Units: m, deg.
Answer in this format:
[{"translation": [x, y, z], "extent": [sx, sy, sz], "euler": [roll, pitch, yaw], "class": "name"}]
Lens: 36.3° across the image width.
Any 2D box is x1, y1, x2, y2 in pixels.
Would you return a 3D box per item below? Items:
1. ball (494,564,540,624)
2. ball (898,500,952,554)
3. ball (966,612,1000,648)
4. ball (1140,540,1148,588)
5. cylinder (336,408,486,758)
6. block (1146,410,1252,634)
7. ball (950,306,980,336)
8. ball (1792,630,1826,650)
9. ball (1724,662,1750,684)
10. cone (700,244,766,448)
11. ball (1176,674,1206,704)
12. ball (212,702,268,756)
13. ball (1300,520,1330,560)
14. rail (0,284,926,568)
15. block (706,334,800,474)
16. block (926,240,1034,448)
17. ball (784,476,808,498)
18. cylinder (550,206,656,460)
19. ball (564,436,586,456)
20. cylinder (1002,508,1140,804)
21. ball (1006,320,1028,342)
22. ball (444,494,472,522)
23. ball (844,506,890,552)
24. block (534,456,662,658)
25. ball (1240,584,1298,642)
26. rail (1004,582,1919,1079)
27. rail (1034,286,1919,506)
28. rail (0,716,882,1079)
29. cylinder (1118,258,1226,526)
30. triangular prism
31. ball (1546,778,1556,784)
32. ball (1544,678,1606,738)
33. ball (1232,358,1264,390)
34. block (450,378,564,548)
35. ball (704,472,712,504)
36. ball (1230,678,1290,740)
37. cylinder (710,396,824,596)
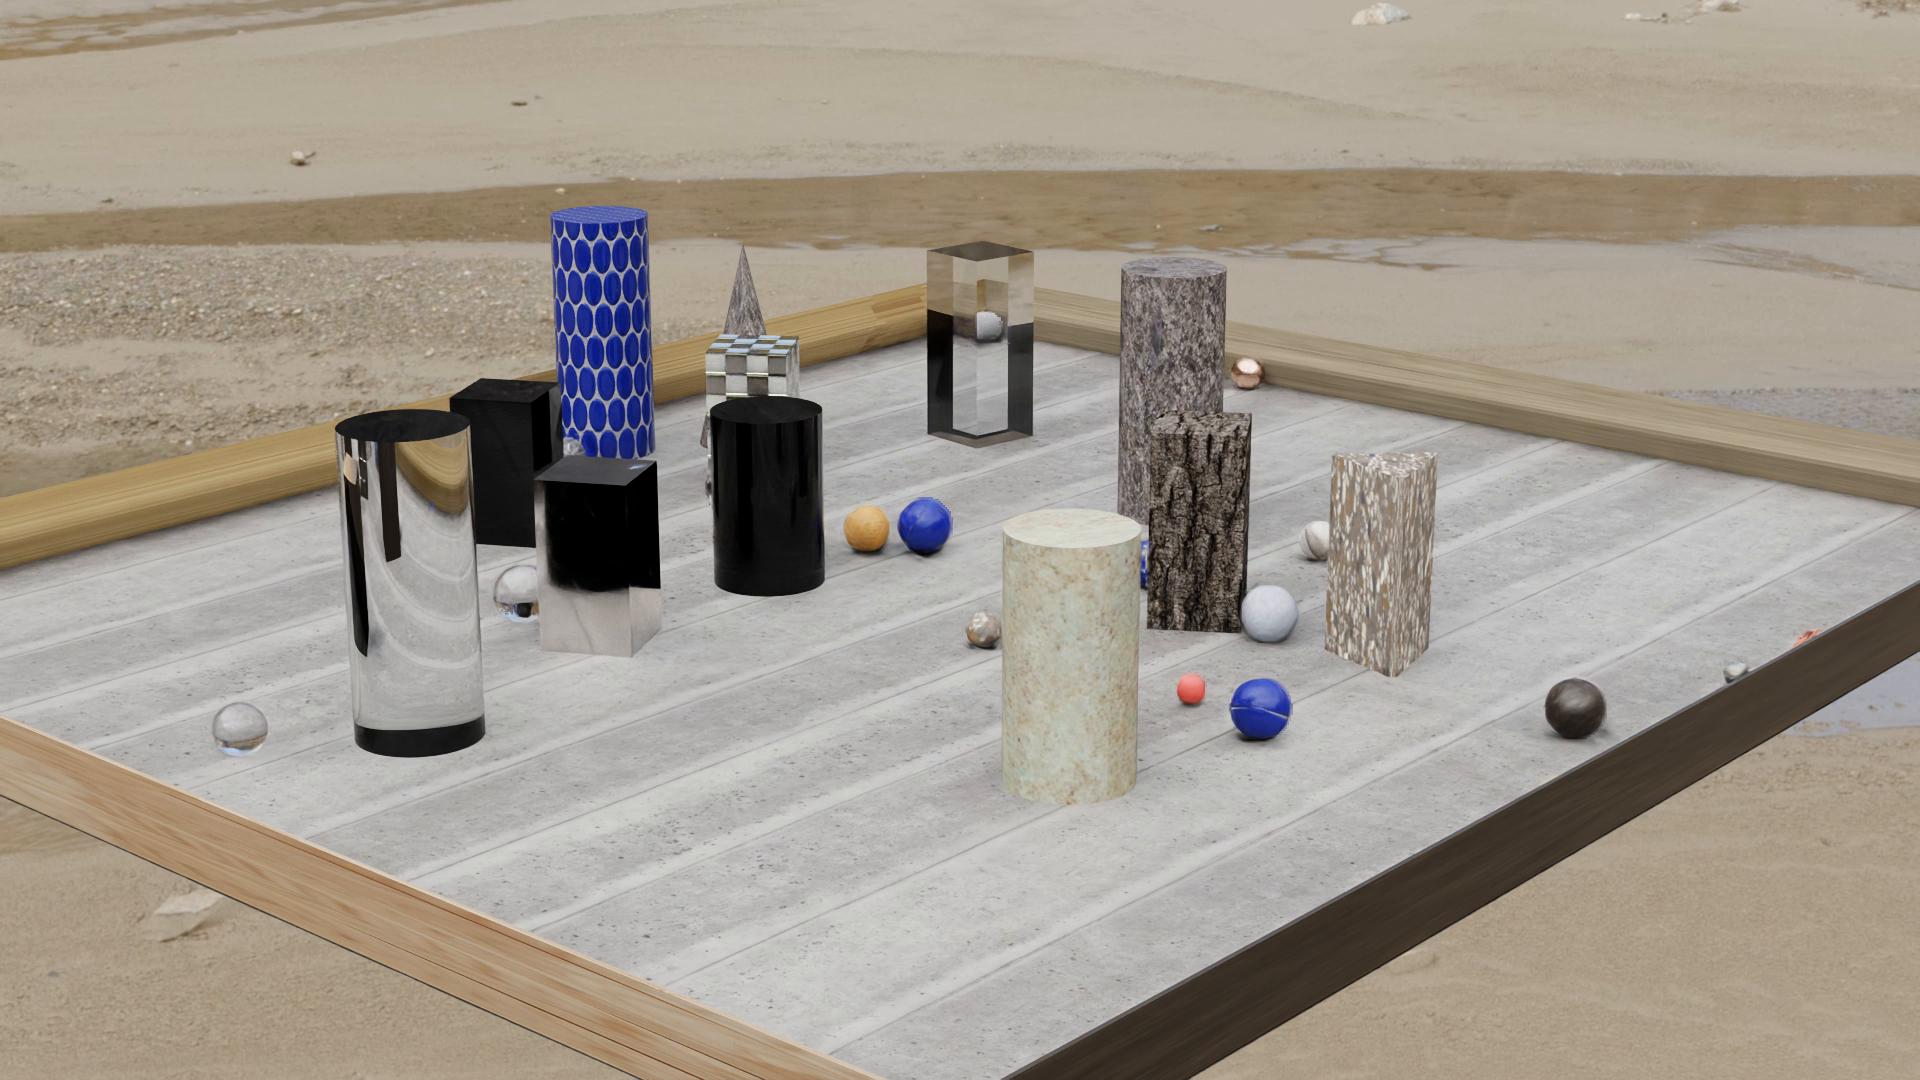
[{"translation": [-0.743, 0.092, 4.977], "extent": [0.099, 0.099, 0.099], "euler": [0, 17, 0], "class": "ball"}, {"translation": [-0.065, -0.025, 5.364], "extent": [0.099, 0.099, 0.099], "euler": [0, 17, 0], "class": "ball"}, {"translation": [0.039, 0.149, 4.858], "extent": [0.058, 0.058, 0.058], "euler": [0, 17, 0], "class": "ball"}, {"translation": [0.338, 0.043, 5.158], "extent": [0.087, 0.087, 0.087], "euler": [0, 17, 0], "class": "ball"}, {"translation": [-0.823, 0.064, 4.398], "extent": [0.197, 0.486, 0.197], "euler": [0, 17, 0], "class": "cylinder"}, {"translation": [0.406, -0.033, 4.966], "extent": [0.158, 0.342, 0.158], "euler": [3, 17, 9], "class": "block"}, {"translation": [0.012, -0.528, 7.074], "extent": [0.076, 0.076, 0.076], "euler": [0, 17, 0], "class": "ball"}, {"translation": [1.378, 0.182, 4.714], "extent": [0.077, 0.077, 0.077], "euler": [0, 17, 0], "class": "ball"}, {"translation": [1.237, 0.214, 4.669], "extent": [0.042, 0.042, 0.042], "euler": [0, 17, 0], "class": "ball"}, {"translation": [-0.445, -0.408, 6.074], "extent": [0.197, 0.422, 0.197], "euler": [0, 17, 0], "class": "cone"}, {"translation": [0.363, 0.234, 4.595], "extent": [0.046, 0.046, 0.046], "euler": [0, 17, 0], "class": "ball"}, {"translation": [-1.074, 0.282, 4.373], "extent": [0.082, 0.082, 0.082], "euler": [0, 17, 0], "class": "ball"}, {"translation": [0.653, 0.001, 5.324], "extent": [0.072, 0.072, 0.072], "euler": [0, 17, 0], "class": "ball"}, {"translation": [-1.040, -0.228, 5.984], "extent": [0.045, 0.128, 3.254], "euler": [14, 22, 39], "class": "rail"}, {"translation": [-0.406, -0.247, 5.779], "extent": [0.158, 0.284, 0.158], "euler": [2, 17, 6], "class": "block"}, {"translation": [0.042, -0.410, 6.129], "extent": [0.158, 0.394, 0.158], "euler": [-14, 22, -39], "class": "block"}, {"translation": [-0.320, -0.102, 5.716], "extent": [0.044, 0.044, 0.044], "euler": [0, 17, 0], "class": "ball"}, {"translation": [-0.730, -0.422, 6.000], "extent": [0.197, 0.492, 0.197], "euler": [0, 17, 0], "class": "cylinder"}, {"translation": [-0.790, -0.172, 5.900], "extent": [0.071, 0.071, 0.071], "euler": [0, 17, 0], "class": "ball"}, {"translation": [0.159, 0.167, 4.234], "extent": [0.197, 0.384, 0.197], "euler": [0, 17, 0], "class": "cylinder"}, {"translation": [0.136, -0.498, 7.012], "extent": [0.053, 0.053, 0.053], "euler": [0, 17, 0], "class": "ball"}, {"translation": [-0.951, -0.060, 5.559], "extent": [0.052, 0.052, 0.052], "euler": [0, 17, 0], "class": "ball"}, {"translation": [-0.171, -0.021, 5.374], "extent": [0.085, 0.085, 0.085], "euler": [0, 17, 0], "class": "ball"}, {"translation": [-0.598, 0.026, 4.859], "extent": [0.158, 0.293, 0.158], "euler": [4, 17, 12], "class": "block"}, {"translation": [0.515, 0.122, 4.881], "extent": [0.096, 0.096, 0.096], "euler": [0, 17, 0], "class": "ball"}, {"translation": [1.040, 0.293, 4.255], "extent": [0.045, 0.128, 3.254], "euler": [14, 22, 39], "class": "rail"}, {"translation": [1.051, -0.317, 6.279], "extent": [2.802, 0.128, 0.045], "euler": [14, 22, 39], "class": "rail"}, {"translation": [-1.051, 0.381, 3.961], "extent": [2.802, 0.128, 0.045], "euler": [14, 22, 39], "class": "rail"}, {"translation": [0.401, -0.281, 5.557], "extent": [0.197, 0.478, 0.197], "euler": [0, 17, 0], "class": "cylinder"}, {"translation": [0.713, 0.029, 4.777], "extent": [0.148, 0.333, 0.171], "euler": [-11, 20, -31], "class": "triangular prism"}, {"translation": [0.850, 0.363, 4.157], "extent": [0.052, 0.052, 0.052], "euler": [0, 17, 0], "class": "ball"}, {"translation": [0.933, 0.255, 4.448], "extent": [0.091, 0.091, 0.091], "euler": [0, 17, 0], "class": "ball"}, {"translation": [0.643, -0.373, 6.564], "extent": [0.072, 0.072, 0.072], "euler": [0, 17, 0], "class": "ball"}, {"translation": [-0.839, -0.144, 5.452], "extent": [0.158, 0.276, 0.158], "euler": [4, 17, 12], "class": "block"}, {"translation": [-0.443, -0.101, 5.628], "extent": [0.092, 0.092, 0.092], "euler": [0, 17, 0], "class": "ball"}, {"translation": [0.455, 0.256, 4.444], "extent": [0.092, 0.092, 0.092], "euler": [0, 17, 0], "class": "ball"}, {"translation": [-0.339, -0.079, 5.172], "extent": [0.197, 0.312, 0.197], "euler": [0, 17, 0], "class": "cylinder"}]
